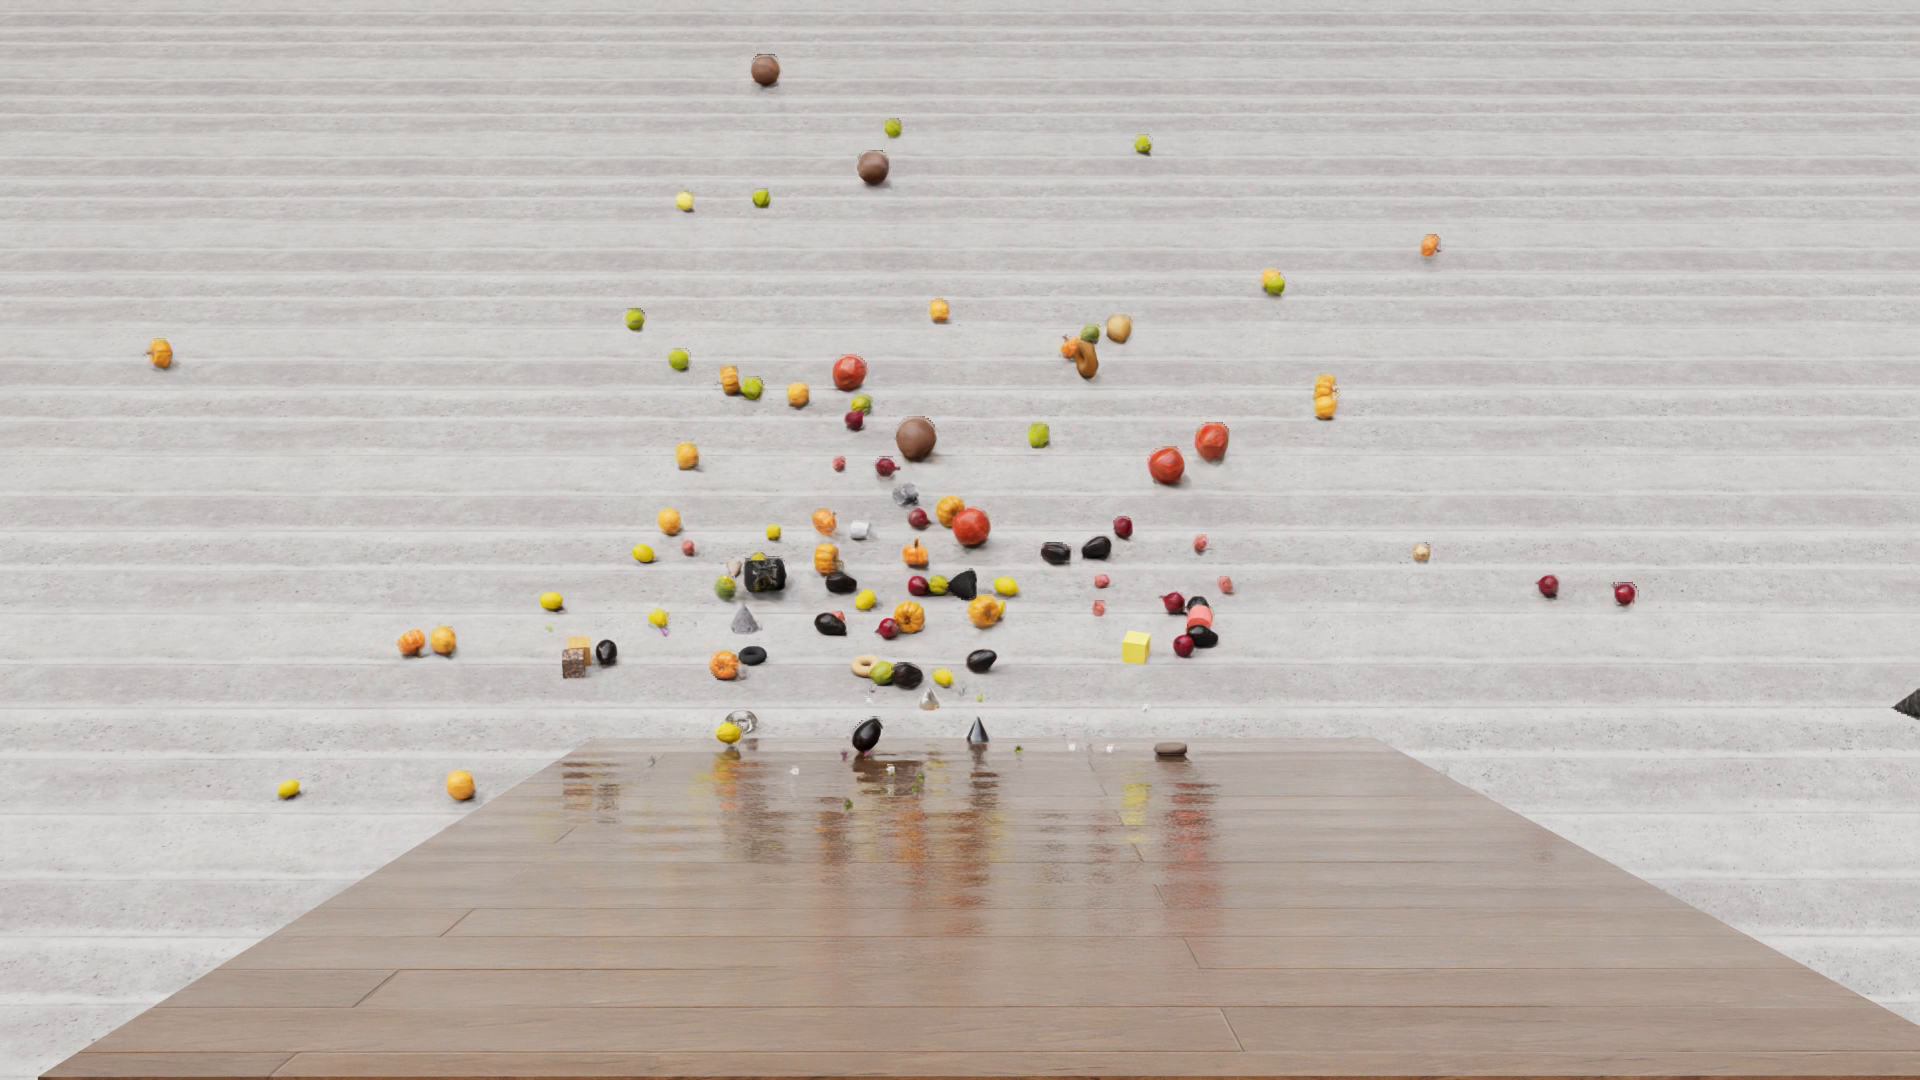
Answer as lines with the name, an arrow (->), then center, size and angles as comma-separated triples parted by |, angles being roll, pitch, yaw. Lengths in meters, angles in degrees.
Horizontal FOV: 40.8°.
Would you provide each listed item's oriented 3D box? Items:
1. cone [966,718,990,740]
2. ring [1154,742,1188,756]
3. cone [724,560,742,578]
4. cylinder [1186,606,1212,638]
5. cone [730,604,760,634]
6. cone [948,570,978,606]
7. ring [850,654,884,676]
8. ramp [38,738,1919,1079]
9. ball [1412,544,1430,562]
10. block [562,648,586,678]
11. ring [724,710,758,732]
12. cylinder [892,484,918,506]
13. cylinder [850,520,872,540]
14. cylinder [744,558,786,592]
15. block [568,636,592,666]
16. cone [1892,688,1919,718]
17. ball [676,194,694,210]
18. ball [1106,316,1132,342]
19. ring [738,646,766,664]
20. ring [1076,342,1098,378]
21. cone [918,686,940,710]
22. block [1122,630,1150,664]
cone -> 0.046, 0.476, 6.570 | 0.061, 0.061, 0.061 | 0, 1, 0
ring -> 0.501, 0.497, 6.153 | 0.081, 0.027, 0.081 | 0, -1, 0
cone -> -0.660, 0.094, 7.540 | 0.051, 0.051, 0.051 | -5, 66, -9
cylinder -> 0.670, 0.229, 7.242 | 0.069, 0.069, 0.069 | 4, 29, 7
cone -> -0.607, 0.211, 7.263 | 0.082, 0.082, 0.082 | 0, 28, 0
cone -> 0.029, 0.153, 7.411 | 0.094, 0.094, 0.094 | -16, 59, -27
ring -> -0.255, 0.344, 7.072 | 0.089, 0.030, 0.089 | -1, 29, 0
ramp -> 0.064, 0.575, 4.618 | 2.000, 0.100, 4.000 | 0, 1, 0
ball -> 1.358, 0.039, 7.611 | 0.052, 0.052, 0.052 | 0, 28, 0
block -> -1.055, 0.337, 7.055 | 0.058, 0.058, 0.058 | -3, 29, -5
ring -> -0.578, 0.479, 6.824 | 0.088, 0.029, 0.088 | -1, 27, 0
cylinder -> -0.169, -0.140, 7.937 | 0.055, 0.055, 0.055 | -22, 35, -34
cylinder -> -0.297, -0.028, 7.735 | 0.051, 0.051, 0.051 | 12, 30, 12
cylinder -> -0.562, 0.102, 7.434 | 0.092, 0.092, 0.092 | -3, 27, -27
block -> -1.047, 0.307, 7.108 | 0.060, 0.060, 0.060 | -4, 29, -7
cone -> 2.523, 0.441, 6.880 | 0.092, 0.092, 0.092 | -12, 16, 40
ball -> -1.076, -1.322, 10.104 | 0.067, 0.067, 0.067 | 0, 28, 0
ball -> 0.553, -0.734, 8.995 | 0.091, 0.091, 0.091 | 0, 28, 0
ring -> -0.572, 0.318, 7.124 | 0.080, 0.027, 0.080 | -1, 28, 1
ring -> 0.426, -0.606, 8.712 | 0.043, 0.128, 0.128 | -11, 30, -19
cone -> -0.083, 0.417, 6.909 | 0.057, 0.057, 0.057 | 0, 28, 0
block -> 0.486, 0.297, 7.124 | 0.063, 0.063, 0.063 | 8, 30, 15
